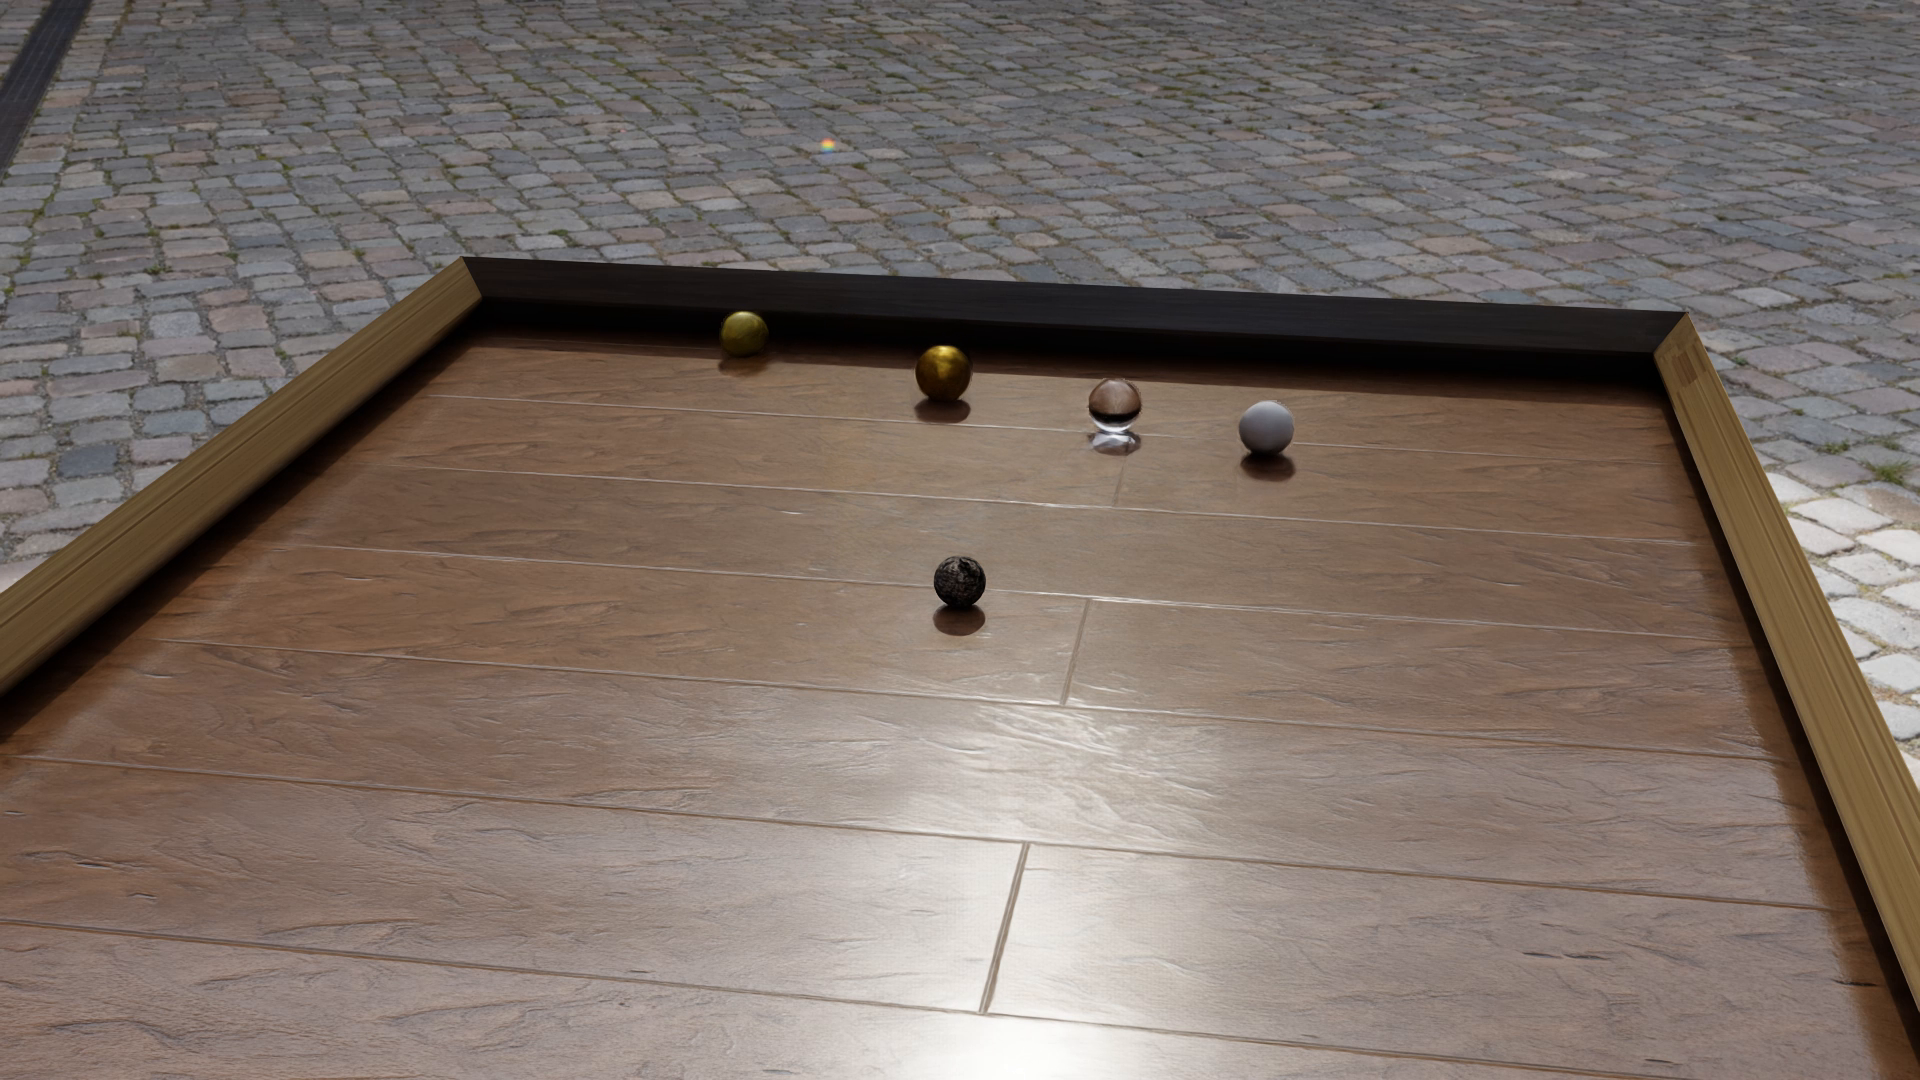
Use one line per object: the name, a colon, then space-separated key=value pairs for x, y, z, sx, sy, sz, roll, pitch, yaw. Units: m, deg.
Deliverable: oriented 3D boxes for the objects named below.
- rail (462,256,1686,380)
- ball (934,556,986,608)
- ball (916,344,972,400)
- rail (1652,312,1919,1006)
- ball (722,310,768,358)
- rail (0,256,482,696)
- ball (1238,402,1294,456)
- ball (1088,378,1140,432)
rail: x=0.119 y=-0.303 z=3.036 sx=1.706 sy=0.095 sz=0.045 roll=4 pitch=23 yaw=8
ball: x=0.000 y=0.043 z=2.275 sx=0.054 sy=0.054 sz=0.054 roll=0 pitch=23 yaw=0
ball: x=-0.022 y=-0.218 z=2.866 sx=0.073 sy=0.073 sz=0.073 roll=0 pitch=23 yaw=0
rail: x=0.696 y=0.333 z=1.537 sx=0.045 sy=0.095 sz=3.077 roll=4 pitch=23 yaw=8
ball: x=-0.297 y=-0.284 z=3.032 sx=0.065 sy=0.065 sz=0.065 roll=0 pitch=23 yaw=0
rail: x=-0.942 y=0.229 z=1.781 sx=0.045 sy=0.095 sz=3.077 roll=4 pitch=23 yaw=8
ball: x=0.374 y=-0.136 z=2.681 sx=0.067 sy=0.067 sz=0.067 roll=0 pitch=23 yaw=0
ball: x=0.194 y=-0.169 z=2.759 sx=0.066 sy=0.066 sz=0.066 roll=0 pitch=23 yaw=0
